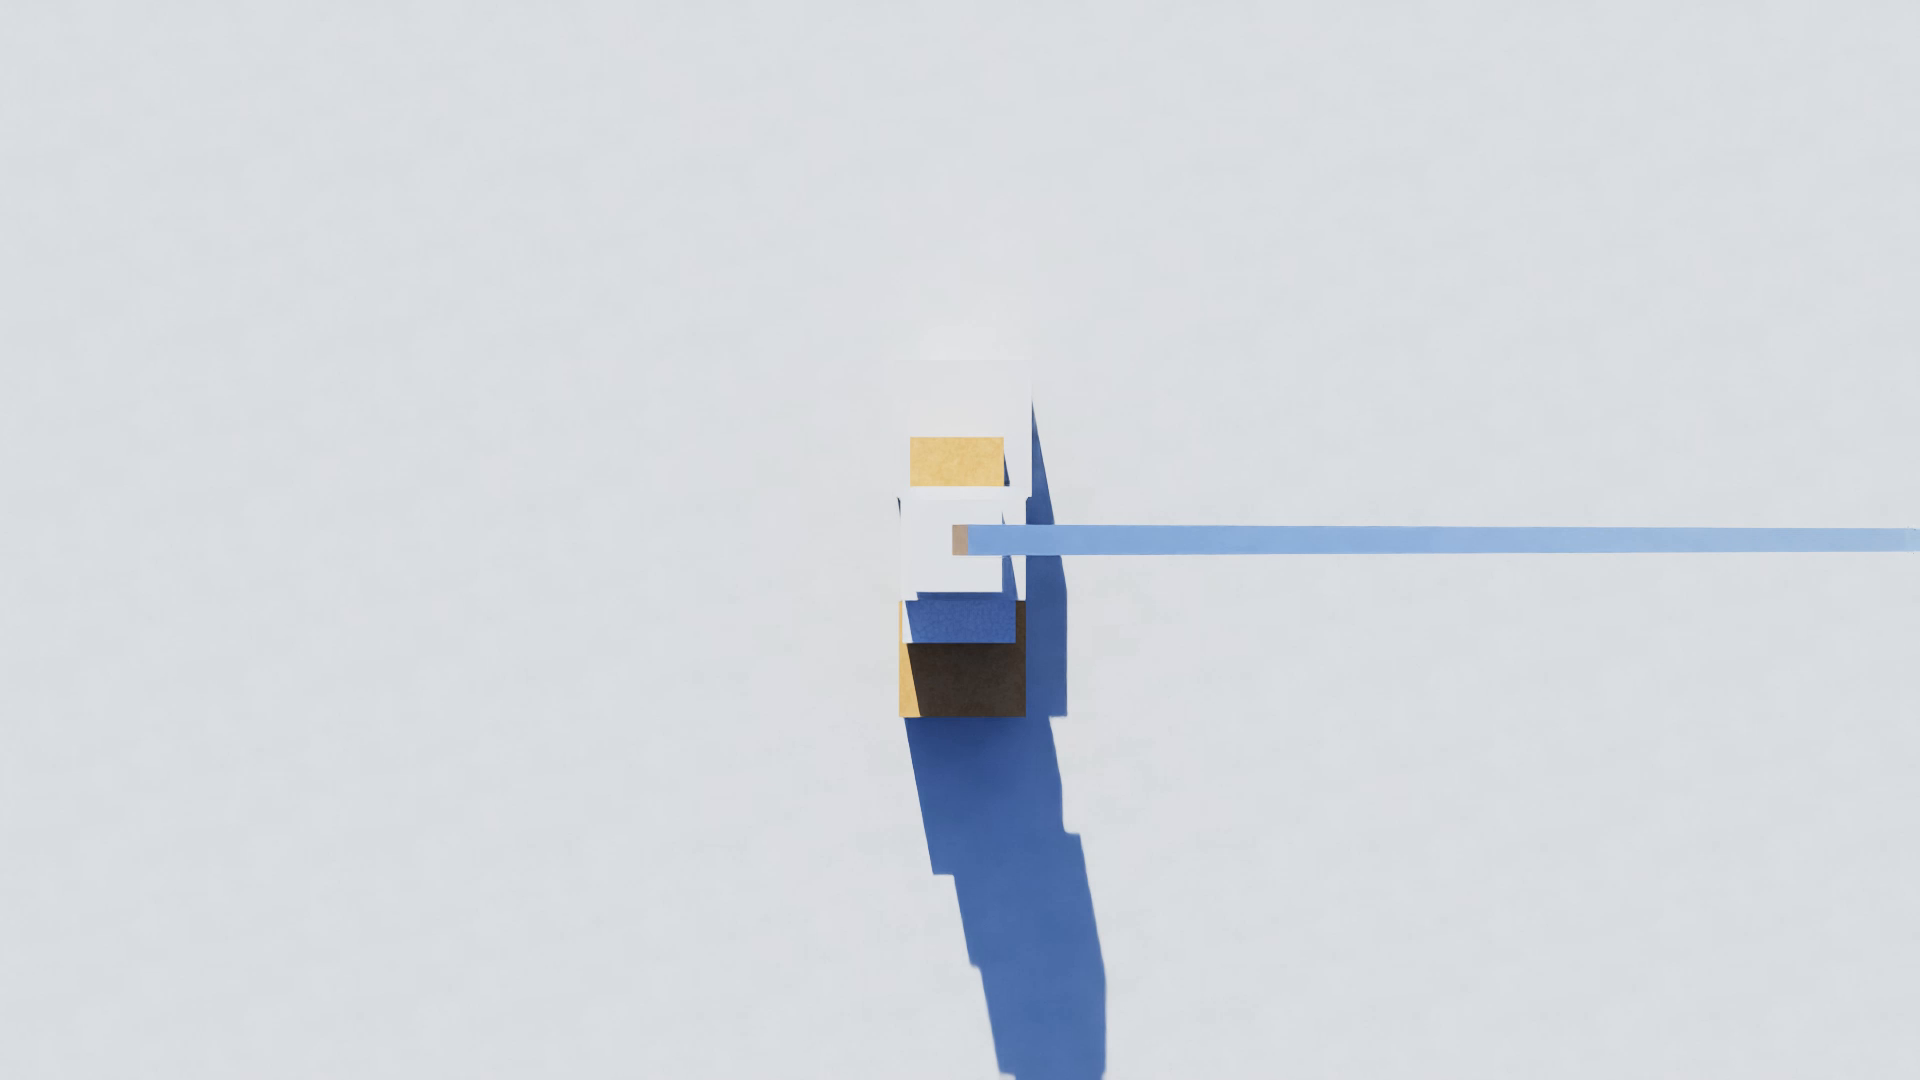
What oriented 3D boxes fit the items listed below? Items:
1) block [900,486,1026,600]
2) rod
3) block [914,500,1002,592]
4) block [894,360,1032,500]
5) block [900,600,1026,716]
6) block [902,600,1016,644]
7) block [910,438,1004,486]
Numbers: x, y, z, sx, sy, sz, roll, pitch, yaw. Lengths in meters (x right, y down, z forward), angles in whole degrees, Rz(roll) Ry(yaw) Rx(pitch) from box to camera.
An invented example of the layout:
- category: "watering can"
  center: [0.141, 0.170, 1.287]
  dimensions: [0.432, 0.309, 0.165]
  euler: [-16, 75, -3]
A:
- category: "block"
  center: [0.016, 0.012, 11.460]
  dimensions: [0.635, 0.546, 0.578]
  euler: [0, 91, 0]
- category: "rod"
  center: [2.234, 0.000, 6.987]
  dimensions: [5.200, 0.080, 0.080]
  euler: [0, 90, -31]
- category: "block"
  center: [-0.010, 0.023, 10.976]
  dimensions: [0.432, 0.422, 0.451]
  euler: [0, 91, 0]
- category: "block"
  center: [0.013, -0.618, 12.593]
  dimensions: [0.766, 0.814, 0.755]
  euler: [0, 90, 0]
- category: "block"
  center: [0.013, 0.672, 12.689]
  dimensions: [0.713, 0.622, 0.649]
  euler: [0, 90, 0]
- category: "block"
  center: [-0.005, 0.260, 12.067]
  dimensions: [0.603, 0.622, 0.586]
  euler: [0, 90, 0]
- category: "block"
  center: [-0.017, -0.295, 11.957]
  dimensions: [0.500, 0.457, 0.513]
  euler: [0, 91, 0]
